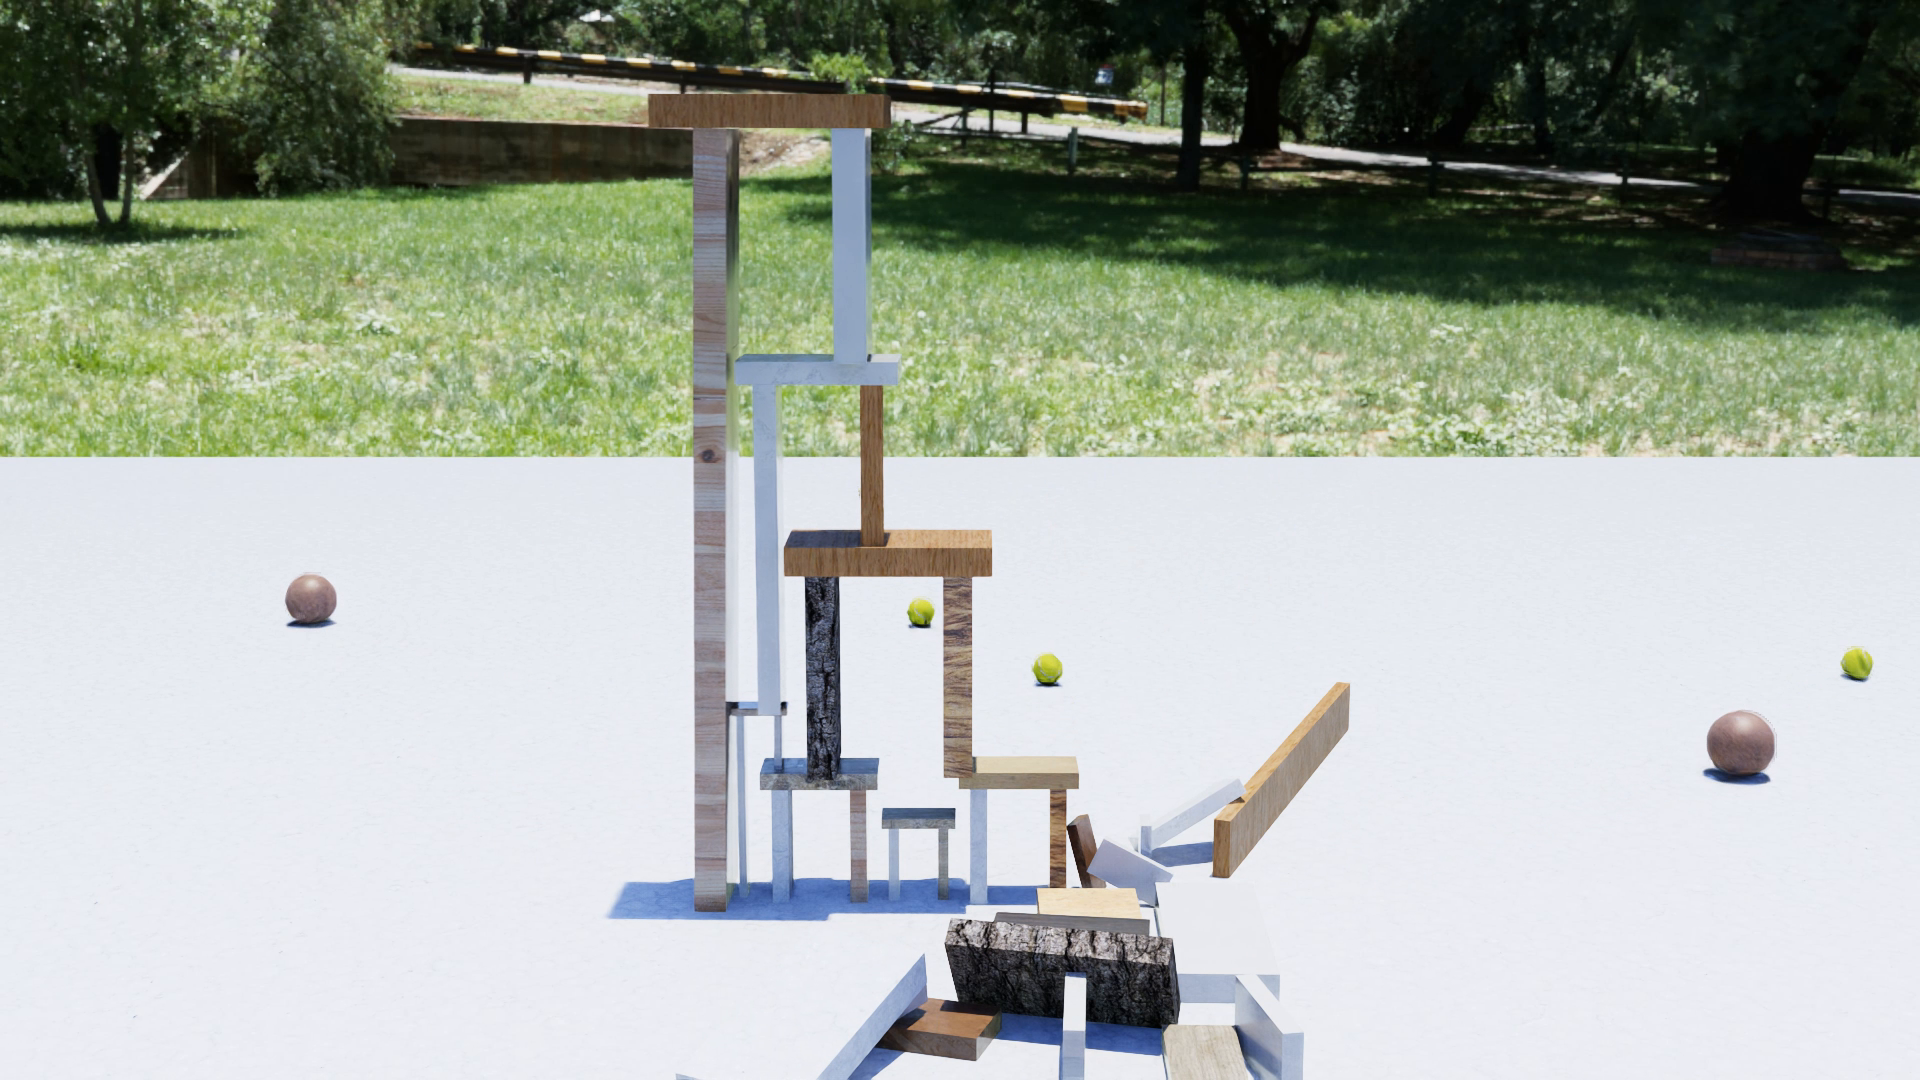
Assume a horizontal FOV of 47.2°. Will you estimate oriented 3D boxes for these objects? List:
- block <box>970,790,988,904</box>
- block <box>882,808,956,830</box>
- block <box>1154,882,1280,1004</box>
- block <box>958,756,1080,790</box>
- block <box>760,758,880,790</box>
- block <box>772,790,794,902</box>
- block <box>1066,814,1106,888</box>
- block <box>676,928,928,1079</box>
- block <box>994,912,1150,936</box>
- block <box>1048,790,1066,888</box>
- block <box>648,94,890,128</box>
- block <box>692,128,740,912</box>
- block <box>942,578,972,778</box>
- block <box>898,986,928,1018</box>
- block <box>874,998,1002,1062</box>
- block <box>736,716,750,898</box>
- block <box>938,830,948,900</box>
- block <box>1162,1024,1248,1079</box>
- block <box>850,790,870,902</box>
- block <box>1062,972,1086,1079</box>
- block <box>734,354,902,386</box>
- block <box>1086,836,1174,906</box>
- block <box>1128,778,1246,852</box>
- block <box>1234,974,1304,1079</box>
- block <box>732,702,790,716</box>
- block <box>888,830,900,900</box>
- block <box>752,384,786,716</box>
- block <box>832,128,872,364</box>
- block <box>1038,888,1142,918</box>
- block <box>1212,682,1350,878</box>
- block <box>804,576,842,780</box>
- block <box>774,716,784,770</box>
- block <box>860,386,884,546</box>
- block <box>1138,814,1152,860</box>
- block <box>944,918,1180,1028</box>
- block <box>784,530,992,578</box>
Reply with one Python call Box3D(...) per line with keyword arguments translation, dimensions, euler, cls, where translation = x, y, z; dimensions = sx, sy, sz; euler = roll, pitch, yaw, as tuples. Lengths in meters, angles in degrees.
Box3D(translation=(0.031, 0.494, 3.649), dimensions=(0.028, 0.196, 0.098), euler=(0, 11, 0), cls="block")
Box3D(translation=(-0.068, 0.461, 3.645), dimensions=(0.122, 0.017, 0.061), euler=(0, 11, 0), cls="block")
Box3D(translation=(0.392, 0.618, 3.398), dimensions=(0.158, 0.045, 0.395), euler=(0, 11, 2), cls="block")
Box3D(translation=(0.096, 0.384, 3.628), dimensions=(0.196, 0.028, 0.098), euler=(0, 11, 0), cls="block")
Box3D(translation=(-0.231, 0.386, 3.635), dimensions=(0.193, 0.027, 0.096), euler=(0, 11, 0), cls="block")
Box3D(translation=(-0.295, 0.495, 3.655), dimensions=(0.027, 0.193, 0.096), euler=(0, 11, 0), cls="block")
Box3D(translation=(0.211, 0.527, 3.659), dimensions=(0.018, 0.128, 0.064), euler=(-13, 5, 24), cls="block")
Box3D(translation=(-0.207, 0.653, 2.956), dimensions=(0.180, 0.051, 0.359), euler=(7, 26, 26), cls="block")
Box3D(translation=(0.164, 0.598, 3.290), dimensions=(0.234, 0.033, 0.117), euler=(1, 11, 8), cls="block")
Box3D(translation=(0.161, 0.494, 3.649), dimensions=(0.028, 0.196, 0.098), euler=(0, 11, 1), cls="block")
Box3D(translation=(-0.293, -0.670, 3.436), dimensions=(0.360, 0.051, 0.180), euler=(0, 11, 2), cls="block")
Box3D(translation=(-0.393, -0.028, 3.556), dimensions=(0.051, 1.255, 0.180), euler=(1, 11, 1), cls="block")
Box3D(translation=(-0.003, 0.206, 3.601), dimensions=(0.047, 0.331, 0.166), euler=(0, 11, 1), cls="block")
Box3D(translation=(-0.171, 0.655, 3.052), dimensions=(0.234, 0.033, 0.117), euler=(-24, 30, -38), cls="block")
Box3D(translation=(-0.078, 0.679, 3.097), dimensions=(0.250, 0.033, 0.117), euler=(3, 11, 18), cls="block")
Box3D(translation=(-0.359, 0.436, 3.644), dimensions=(0.013, 0.311, 0.045), euler=(0, 11, 0), cls="block")
Box3D(translation=(-0.027, 0.530, 3.657), dimensions=(0.017, 0.122, 0.061), euler=(0, 11, 0), cls="block")
Box3D(translation=(0.329, 0.707, 2.962), dimensions=(0.101, 0.029, 0.202), euler=(0, 11, 1), cls="block")
Box3D(translation=(-0.167, 0.495, 3.655), dimensions=(0.027, 0.193, 0.096), euler=(0, 11, 0), cls="block")
Box3D(translation=(0.155, 0.669, 2.968), dimensions=(0.029, 0.101, 0.202), euler=(1, 11, 4), cls="block")
Box3D(translation=(-0.224, -0.273, 3.513), dimensions=(0.256, 0.036, 0.128), euler=(0, 11, 1), cls="block")
Box3D(translation=(0.280, 0.544, 3.607), dimensions=(0.128, 0.064, 0.018), euler=(27, 12, 5), cls="block")
Box3D(translation=(0.397, 0.482, 3.854), dimensions=(0.203, 0.029, 0.102), euler=(-29, -2, -12), cls="block")
Box3D(translation=(0.414, 0.670, 2.957), dimensions=(0.029, 0.102, 0.203), euler=(-2, 11, -10), cls="block")
Box3D(translation=(-0.328, 0.277, 3.615), dimensions=(0.091, 0.013, 0.045), euler=(0, 11, 0), cls="block")
Box3D(translation=(-0.109, 0.530, 3.657), dimensions=(0.017, 0.122, 0.061), euler=(0, 11, 0), cls="block")
Box3D(translation=(-0.308, 0.008, 3.565), dimensions=(0.036, 0.535, 0.128), euler=(0, 11, 0), cls="block")
Box3D(translation=(-0.170, -0.467, 3.473), dimensions=(0.051, 0.360, 0.180), euler=(0, 11, 1), cls="block")
Box3D(translation=(0.205, 0.615, 3.409), dimensions=(0.158, 0.045, 0.317), euler=(0, 11, 0), cls="block")
Box3D(translation=(0.629, 0.439, 4.205), dimensions=(0.029, 0.102, 1.019), euler=(4, 11, 21), cls="block")
Box3D(translation=(-0.224, 0.208, 3.603), dimensions=(0.047, 0.335, 0.166), euler=(0, 11, 0), cls="block")
Box3D(translation=(-0.298, 0.328, 3.624), dimensions=(0.013, 0.091, 0.045), euler=(1, 11, 0), cls="block")
Box3D(translation=(-0.141, -0.128, 3.536), dimensions=(0.036, 0.257, 0.128), euler=(0, 11, -2), cls="block")
Box3D(translation=(0.307, 0.527, 3.658), dimensions=(0.018, 0.128, 0.064), euler=(0, 11, 2), cls="block")
Box3D(translation=(0.147, 0.614, 3.111), dimensions=(0.317, 0.158, 0.045), euler=(3, 45, 14), cls="block")
Box3D(translation=(-0.114, 0.020, 3.567), dimensions=(0.331, 0.047, 0.166), euler=(0, 11, 0), cls="block")
